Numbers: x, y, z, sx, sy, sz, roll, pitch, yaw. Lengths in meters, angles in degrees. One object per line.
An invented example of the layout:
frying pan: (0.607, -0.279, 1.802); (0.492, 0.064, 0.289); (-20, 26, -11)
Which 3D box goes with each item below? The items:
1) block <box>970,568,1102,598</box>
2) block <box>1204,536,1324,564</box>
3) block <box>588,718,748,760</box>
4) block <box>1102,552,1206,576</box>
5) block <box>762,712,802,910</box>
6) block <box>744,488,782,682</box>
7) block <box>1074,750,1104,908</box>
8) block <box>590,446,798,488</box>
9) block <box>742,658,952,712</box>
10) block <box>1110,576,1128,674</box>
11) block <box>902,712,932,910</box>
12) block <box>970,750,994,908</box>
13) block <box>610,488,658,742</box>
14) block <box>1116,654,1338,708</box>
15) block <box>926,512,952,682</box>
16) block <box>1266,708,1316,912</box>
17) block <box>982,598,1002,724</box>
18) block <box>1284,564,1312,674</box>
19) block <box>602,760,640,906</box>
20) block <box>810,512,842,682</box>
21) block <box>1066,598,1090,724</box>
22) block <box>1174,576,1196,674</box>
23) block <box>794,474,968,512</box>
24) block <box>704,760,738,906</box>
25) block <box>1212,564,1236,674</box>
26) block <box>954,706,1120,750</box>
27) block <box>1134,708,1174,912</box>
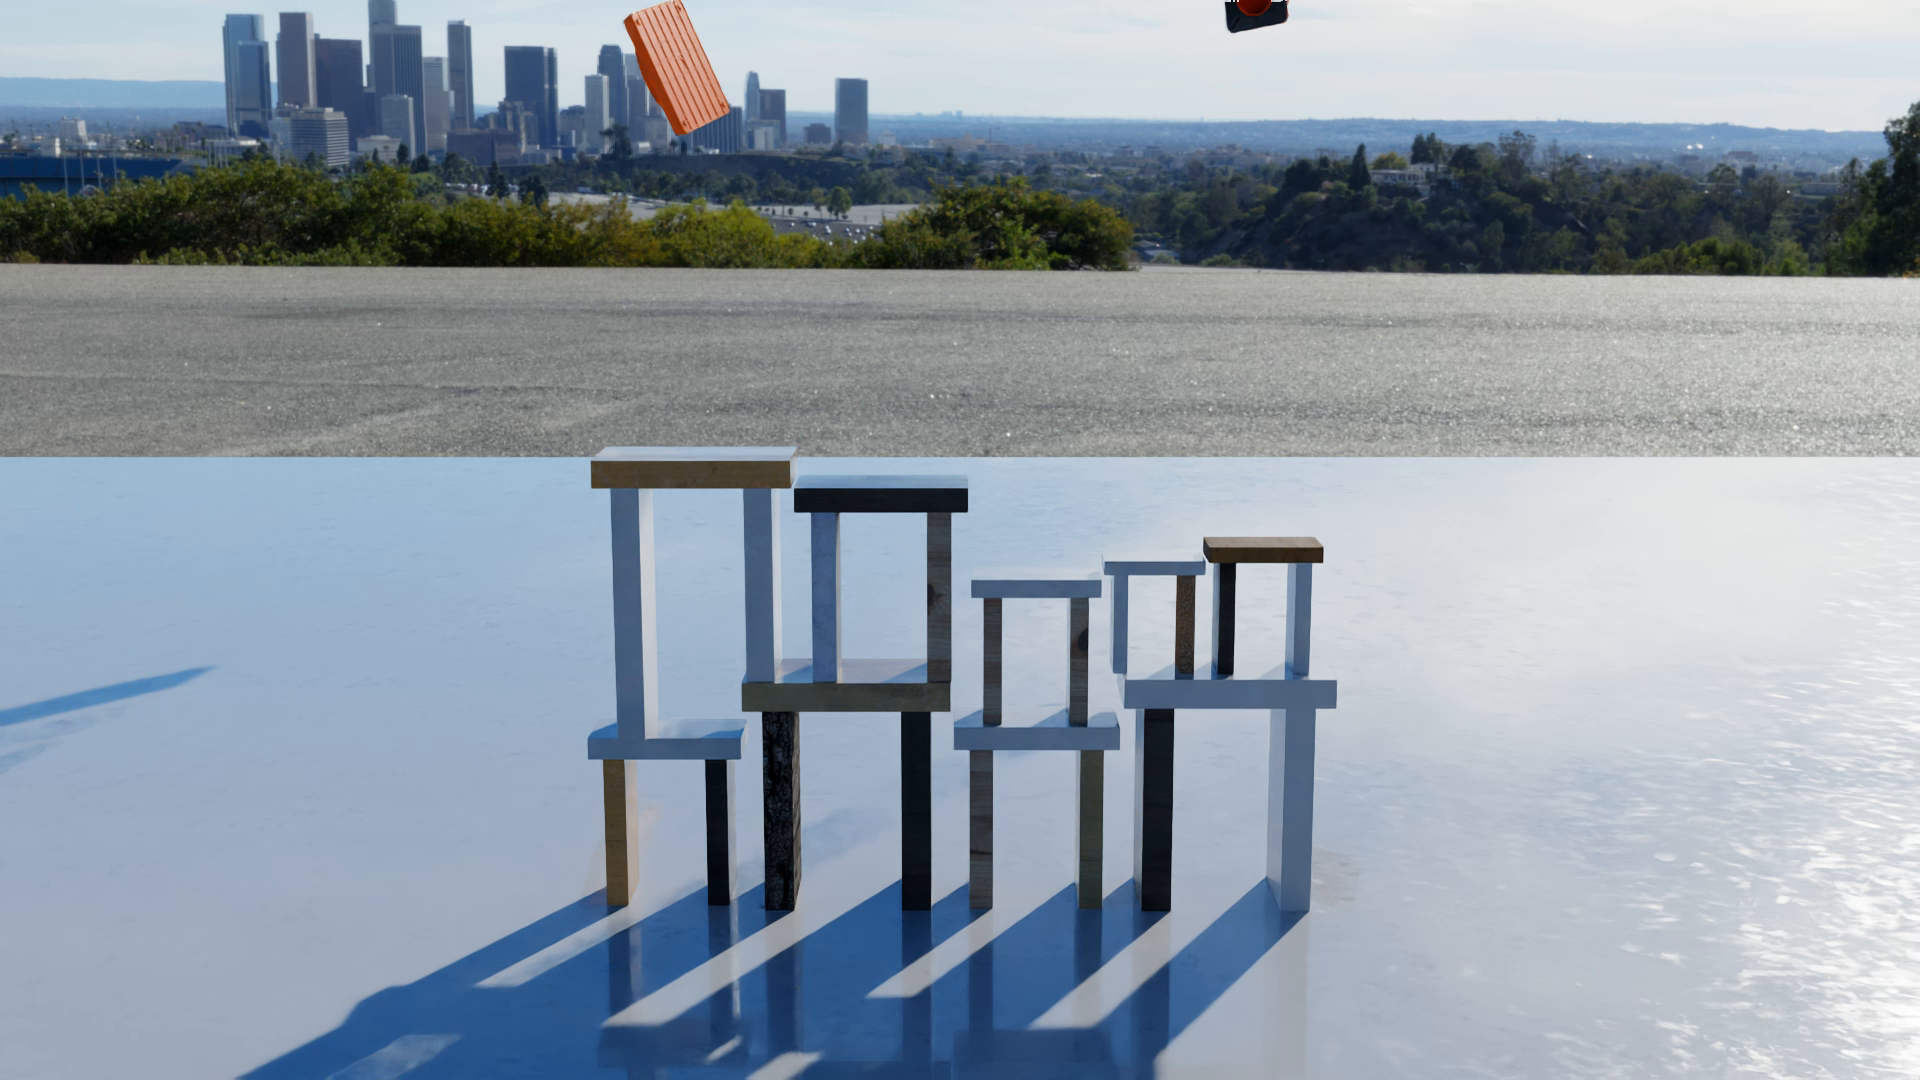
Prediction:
block: (0.122, 0.069, 3.573); (0.209, 0.030, 0.104); (0, 11, 0)
block: (0.490, 0.016, 3.561); (0.183, 0.026, 0.091); (0, 11, 0)
block: (-0.479, 0.328, 3.625); (0.248, 0.035, 0.124); (0, 11, 0)
block: (0.313, 0.038, 3.564); (0.162, 0.023, 0.081); (0, 11, 0)
block: (-0.294, 0.425, 3.641); (0.047, 0.335, 0.167); (0, 11, 0)
block: (-0.320, 0.059, 3.574); (0.044, 0.314, 0.157); (0, 11, 0)
block: (0.213, 0.459, 3.640); (0.038, 0.268, 0.134); (0, 11, 0)
block: (-0.425, -0.117, 3.542); (0.314, 0.044, 0.157); (0, 11, 0)
block: (-0.183, 0.237, 3.606); (0.335, 0.047, 0.167); (0, 11, 0)
block: (0.259, 0.129, 3.581); (0.023, 0.162, 0.081); (0, 11, 0)
block: (-0.071, 0.425, 3.641); (0.047, 0.335, 0.167); (0, 11, 0)
block: (0.035, 0.459, 3.640); (0.038, 0.268, 0.134); (0, 11, 0)
block: (-0.529, 0.108, 3.583); (0.044, 0.413, 0.157); (0, 11, 0)
block: (0.433, 0.232, 3.604); (0.340, 0.048, 0.170); (0, 11, 0)
block: (-0.033, 0.080, 3.569); (0.039, 0.275, 0.138); (0, 11, 0)
block: (0.547, 0.423, 3.639); (0.048, 0.340, 0.170); (0, 11, 0)
block: (0.053, 0.186, 3.595); (0.030, 0.209, 0.104); (0, 11, 0)
block: (0.551, 0.119, 3.580); (0.026, 0.183, 0.091); (0, 11, 0)
block: (-0.562, 0.467, 3.651); (0.035, 0.248, 0.124); (0, 11, 0)
block: (-0.216, 0.080, 3.570); (0.039, 0.275, 0.138); (0, 11, 0)
block: (0.192, 0.186, 3.595); (0.030, 0.209, 0.104); (0, 11, 0)
block: (0.367, 0.129, 3.581); (0.023, 0.162, 0.081); (0, 11, 0)
block: (-0.125, -0.075, 3.541); (0.275, 0.039, 0.138); (0, 11, 0)
block: (-0.396, 0.467, 3.651); (0.035, 0.248, 0.124); (0, 11, 0)
block: (0.429, 0.119, 3.580); (0.026, 0.183, 0.091); (0, 11, 0)
block: (0.124, 0.308, 3.612); (0.268, 0.038, 0.134); (0, 11, 0)
block: (0.320, 0.423, 3.639); (0.048, 0.340, 0.170); (0, 11, 0)
